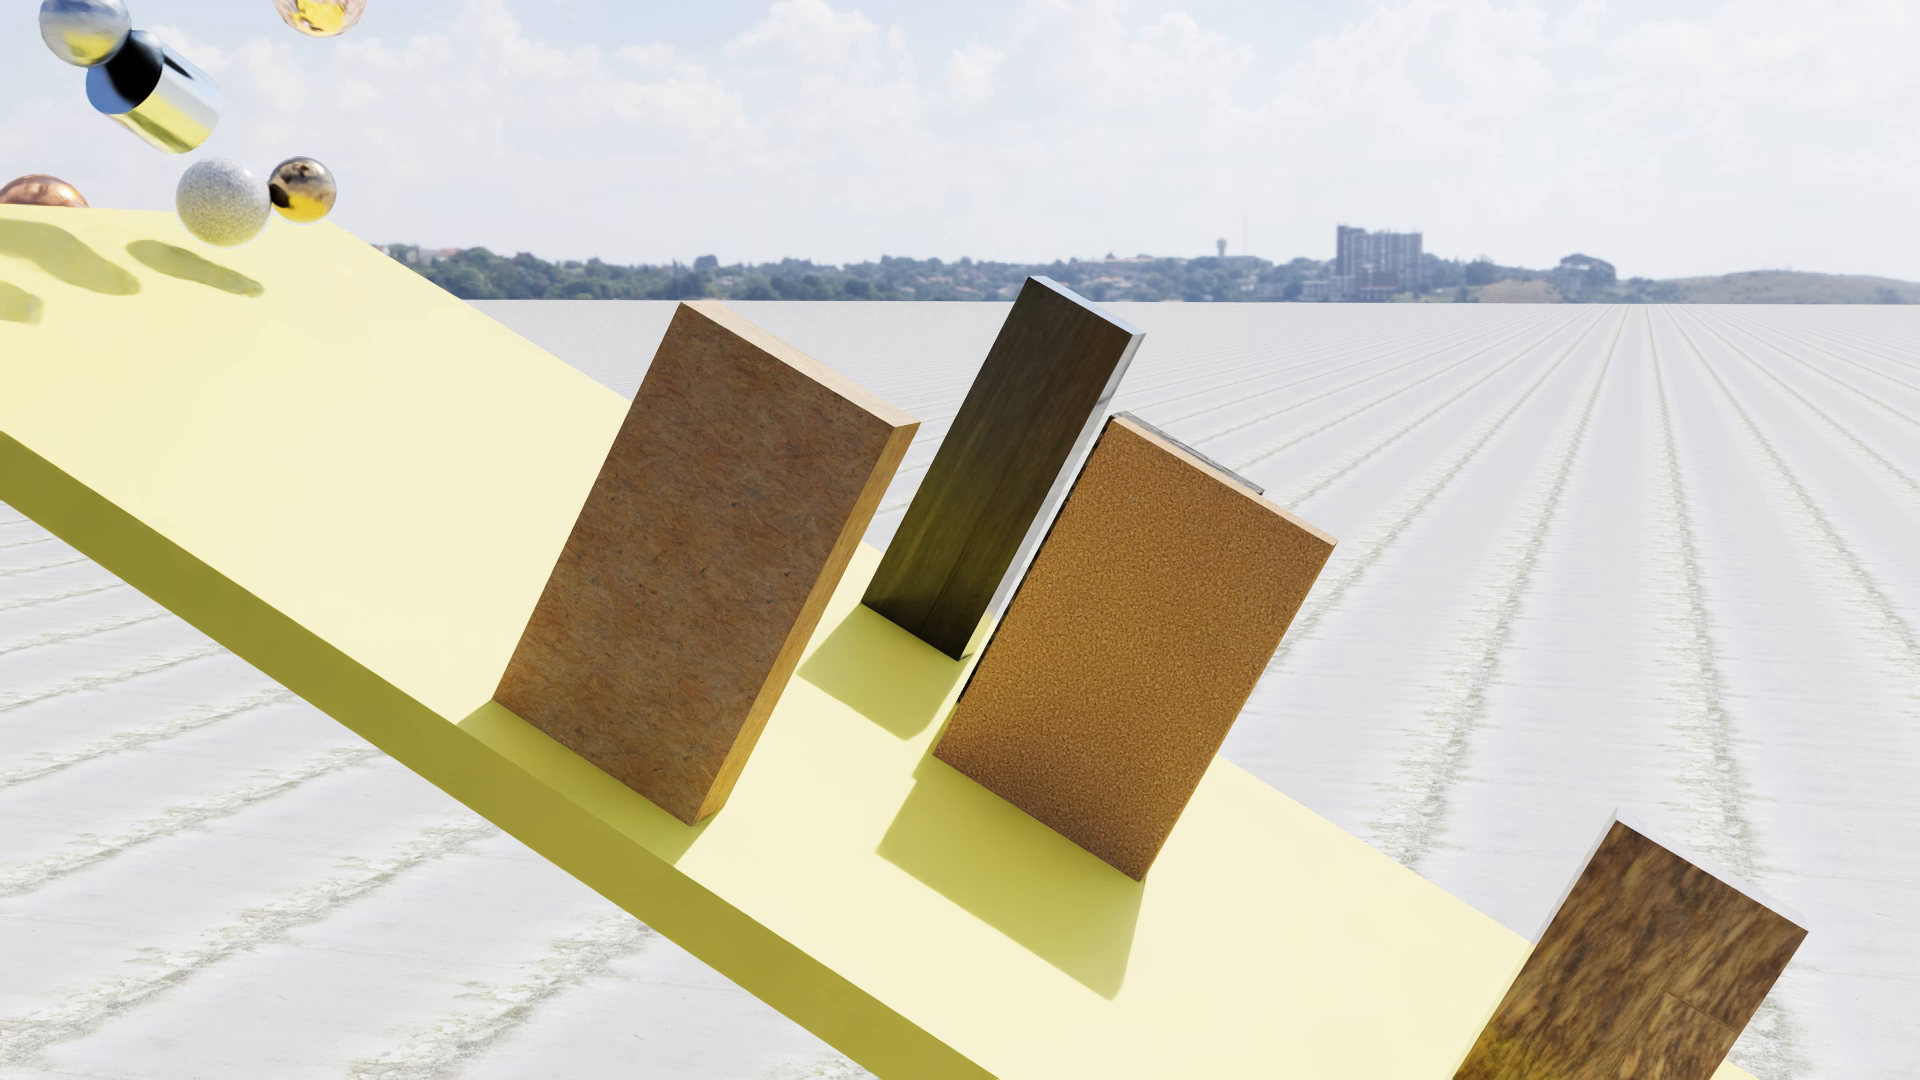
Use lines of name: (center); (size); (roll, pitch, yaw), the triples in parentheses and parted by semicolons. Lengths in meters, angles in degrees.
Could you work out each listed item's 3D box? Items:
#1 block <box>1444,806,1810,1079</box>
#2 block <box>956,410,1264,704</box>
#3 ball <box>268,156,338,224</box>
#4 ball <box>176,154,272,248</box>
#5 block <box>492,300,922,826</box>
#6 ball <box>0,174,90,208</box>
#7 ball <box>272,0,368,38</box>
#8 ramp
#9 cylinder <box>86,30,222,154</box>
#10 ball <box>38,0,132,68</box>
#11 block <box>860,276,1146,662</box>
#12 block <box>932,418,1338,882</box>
block: (1.030, 0.775, 3.499); (0.325, 0.618, 0.091); (31, 14, 12)
block: (0.297, 0.113, 4.382); (0.320, 0.663, 0.139); (31, 14, 12)
ball: (-1.424, -0.758, 4.762); (0.145, 0.145, 0.145); (0, 7, 0)
ball: (-1.563, -0.719, 4.667); (0.195, 0.195, 0.195); (0, 7, 0)
block: (-0.389, 0.034, 3.324); (0.375, 0.692, 0.125); (31, 14, 12)
ball: (-1.965, -0.678, 4.704); (0.208, 0.208, 0.208); (0, 7, 0)
ball: (-1.339, -1.150, 4.598); (0.197, 0.197, 0.197); (0, 7, 0)
ramp: (-0.215, 0.356, 4.144); (4.000, 0.100, 2.000); (31, 14, 12)
cylinder: (-1.630, -0.905, 4.451); (0.186, 0.186, 0.186); (2, -15, 20)
ball: (-1.713, -1.011, 4.309); (0.170, 0.170, 0.170); (0, 7, 0)
block: (0.088, -0.150, 4.663); (0.251, 0.789, 0.132); (31, 14, 12)
block: (0.310, 0.200, 3.994); (0.448, 0.715, 0.082); (31, 14, 12)
